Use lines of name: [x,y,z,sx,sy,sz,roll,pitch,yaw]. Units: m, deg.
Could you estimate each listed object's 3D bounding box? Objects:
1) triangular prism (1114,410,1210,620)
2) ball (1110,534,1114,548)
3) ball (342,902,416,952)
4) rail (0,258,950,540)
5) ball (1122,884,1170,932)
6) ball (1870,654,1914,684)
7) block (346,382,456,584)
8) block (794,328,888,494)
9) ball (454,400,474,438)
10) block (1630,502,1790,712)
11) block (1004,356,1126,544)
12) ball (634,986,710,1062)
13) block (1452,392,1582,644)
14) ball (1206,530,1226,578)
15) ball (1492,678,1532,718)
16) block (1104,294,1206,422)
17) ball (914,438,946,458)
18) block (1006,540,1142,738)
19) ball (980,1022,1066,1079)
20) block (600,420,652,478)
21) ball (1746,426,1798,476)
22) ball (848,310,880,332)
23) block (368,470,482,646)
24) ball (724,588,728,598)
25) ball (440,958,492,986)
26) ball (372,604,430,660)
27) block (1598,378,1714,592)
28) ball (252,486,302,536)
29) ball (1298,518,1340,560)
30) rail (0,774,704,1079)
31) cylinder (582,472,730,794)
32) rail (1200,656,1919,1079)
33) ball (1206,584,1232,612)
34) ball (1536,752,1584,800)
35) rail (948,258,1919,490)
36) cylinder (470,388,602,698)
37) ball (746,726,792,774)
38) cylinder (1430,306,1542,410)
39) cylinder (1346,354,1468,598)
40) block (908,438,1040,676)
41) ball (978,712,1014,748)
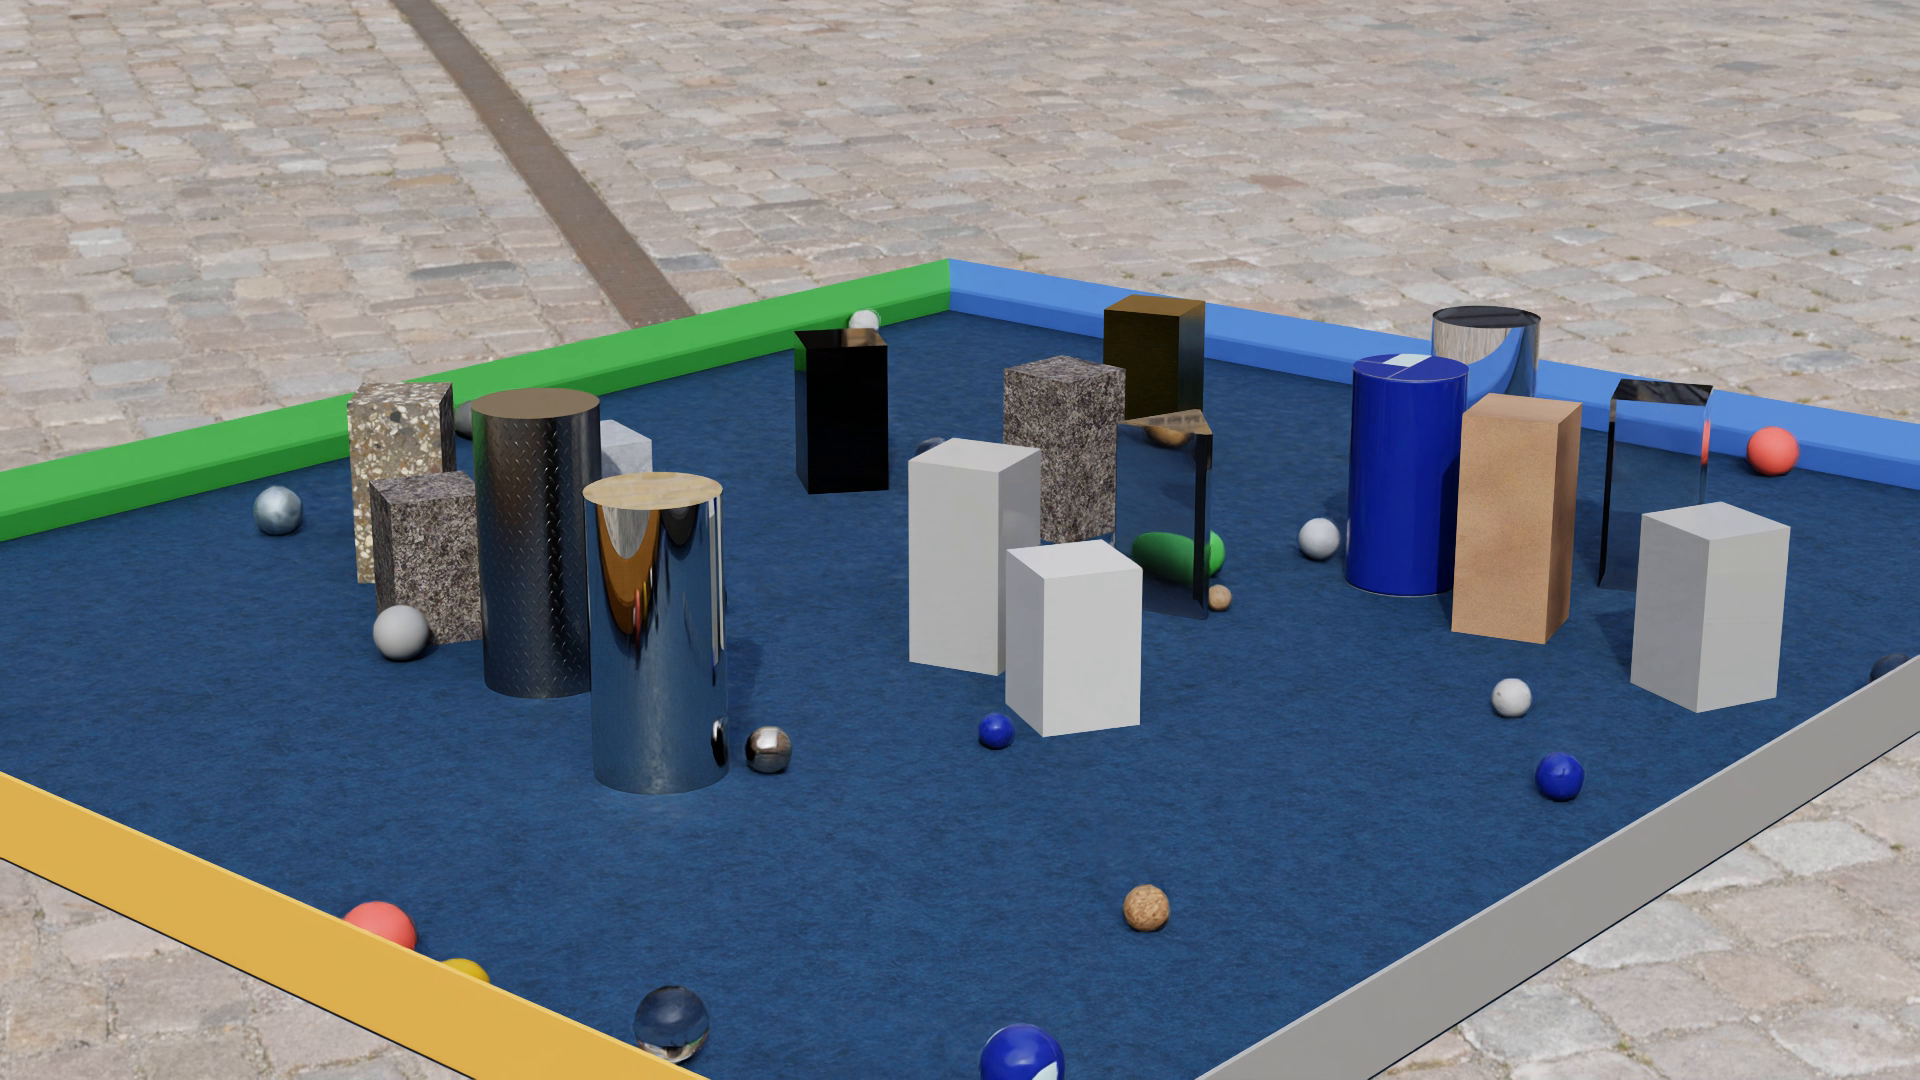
triangular prism: [0.377,-0.051,5.059,0.173,0.326,0.150,9,19,26]
ball: [0.316,0.010,5.263,0.093,0.093,0.093,0,17,0]
ball: [-0.724,0.497,3.636,0.098,0.098,0.098,0,17,0]
rail: [-1.159,-0.258,6.083,0.045,0.130,3.503,14,22,39]
ball: [0.240,0.474,3.777,0.060,0.060,0.060,0,17,0]
ball: [1.466,0.219,4.586,0.082,0.082,0.082,0,17,0]
block: [-0.990,-0.103,5.233,0.160,0.327,0.160,0,17,-1]
block: [-0.235,-0.257,5.801,0.160,0.293,0.160,-3,17,-11]
ball: [-1.023,-0.253,6.157,0.081,0.081,0.081,0,17,0]
block: [1.181,0.104,4.624,0.160,0.281,0.160,-8,19,-25]
block: [0.194,-0.170,5.484,0.160,0.309,0.160,16,23,43]
ball: [-0.337,0.566,3.426,0.088,0.088,0.088,0,17,0]
block: [0.935,-0.038,4.927,0.160,0.378,0.160,8,18,24]
ball: [0.429,0.024,5.223,0.089,0.089,0.089,0,17,0]
ball: [0.854,0.244,4.539,0.062,0.062,0.062,0,17,0]
block: [0.394,-0.321,5.964,0.160,0.321,0.160,7,18,22]
ball: [-0.048,-0.158,5.829,0.088,0.088,0.088,0,17,0]
block: [0.174,0.150,4.522,0.160,0.252,0.160,-6,18,-19]
ball: [0.071,0.595,3.311,0.098,0.098,0.098,0,17,0]
block: [-0.627,-0.024,4.989,0.160,0.316,0.160,-10,19,-29]
ball: [1.627,-0.178,5.873,0.100,0.100,0.100,0,17,0]
ball: [-0.230,-0.516,7.042,0.074,0.074,0.074,0,17,0]
block: [-0.887,0.032,4.917,0.160,0.250,0.160,-7,18,-22]
ball: [-0.430,0.098,5.025,0.062,0.062,0.062,0,17,0]
ball: [-0.603,0.543,3.511,0.083,0.083,0.083,0,17,0]
ball: [-0.914,0.152,4.795,0.091,0.091,0.091,0,17,0]
block: [1.227,-0.094,5.172,0.160,0.344,0.160,6,18,18]
ball: [-1.275,-0.055,5.479,0.091,0.091,0.091,0,17,0]
ball: [0.654,-0.002,5.331,0.076,0.076,0.076,0,17,0]
rail: [-1.133,0.409,3.870,3.116,0.130,0.045,14,22,39]
cylinder: [-0.441,0.134,4.268,0.200,0.429,0.200,0,17,0]
rail: [1.159,0.323,4.156,0.045,0.130,3.503,14,22,39]
ball: [0.445,0.100,5.045,0.047,0.047,0.047,0,17,0]
ball: [0.861,0.339,4.211,0.070,0.070,0.070,0,17,0]
rail: [1.133,-0.344,6.369,3.116,0.130,0.045,14,22,39]
cylinder: [-0.664,0.004,4.654,0.200,0.456,0.200,0,17,0]
ball: [-0.281,0.308,4.312,0.070,0.070,0.070,0,17,0]
cylinder: [0.980,-0.225,5.515,0.200,0.397,0.200,0,17,0]
cylinder: [0.786,-0.115,5.164,0.200,0.389,0.200,0,17,0]
block: [0.025,0.025,4.782,0.160,0.341,0.160,8,19,25]
ball: [0.054,0.287,4.411,0.054,0.054,0.054,0,17,0]
